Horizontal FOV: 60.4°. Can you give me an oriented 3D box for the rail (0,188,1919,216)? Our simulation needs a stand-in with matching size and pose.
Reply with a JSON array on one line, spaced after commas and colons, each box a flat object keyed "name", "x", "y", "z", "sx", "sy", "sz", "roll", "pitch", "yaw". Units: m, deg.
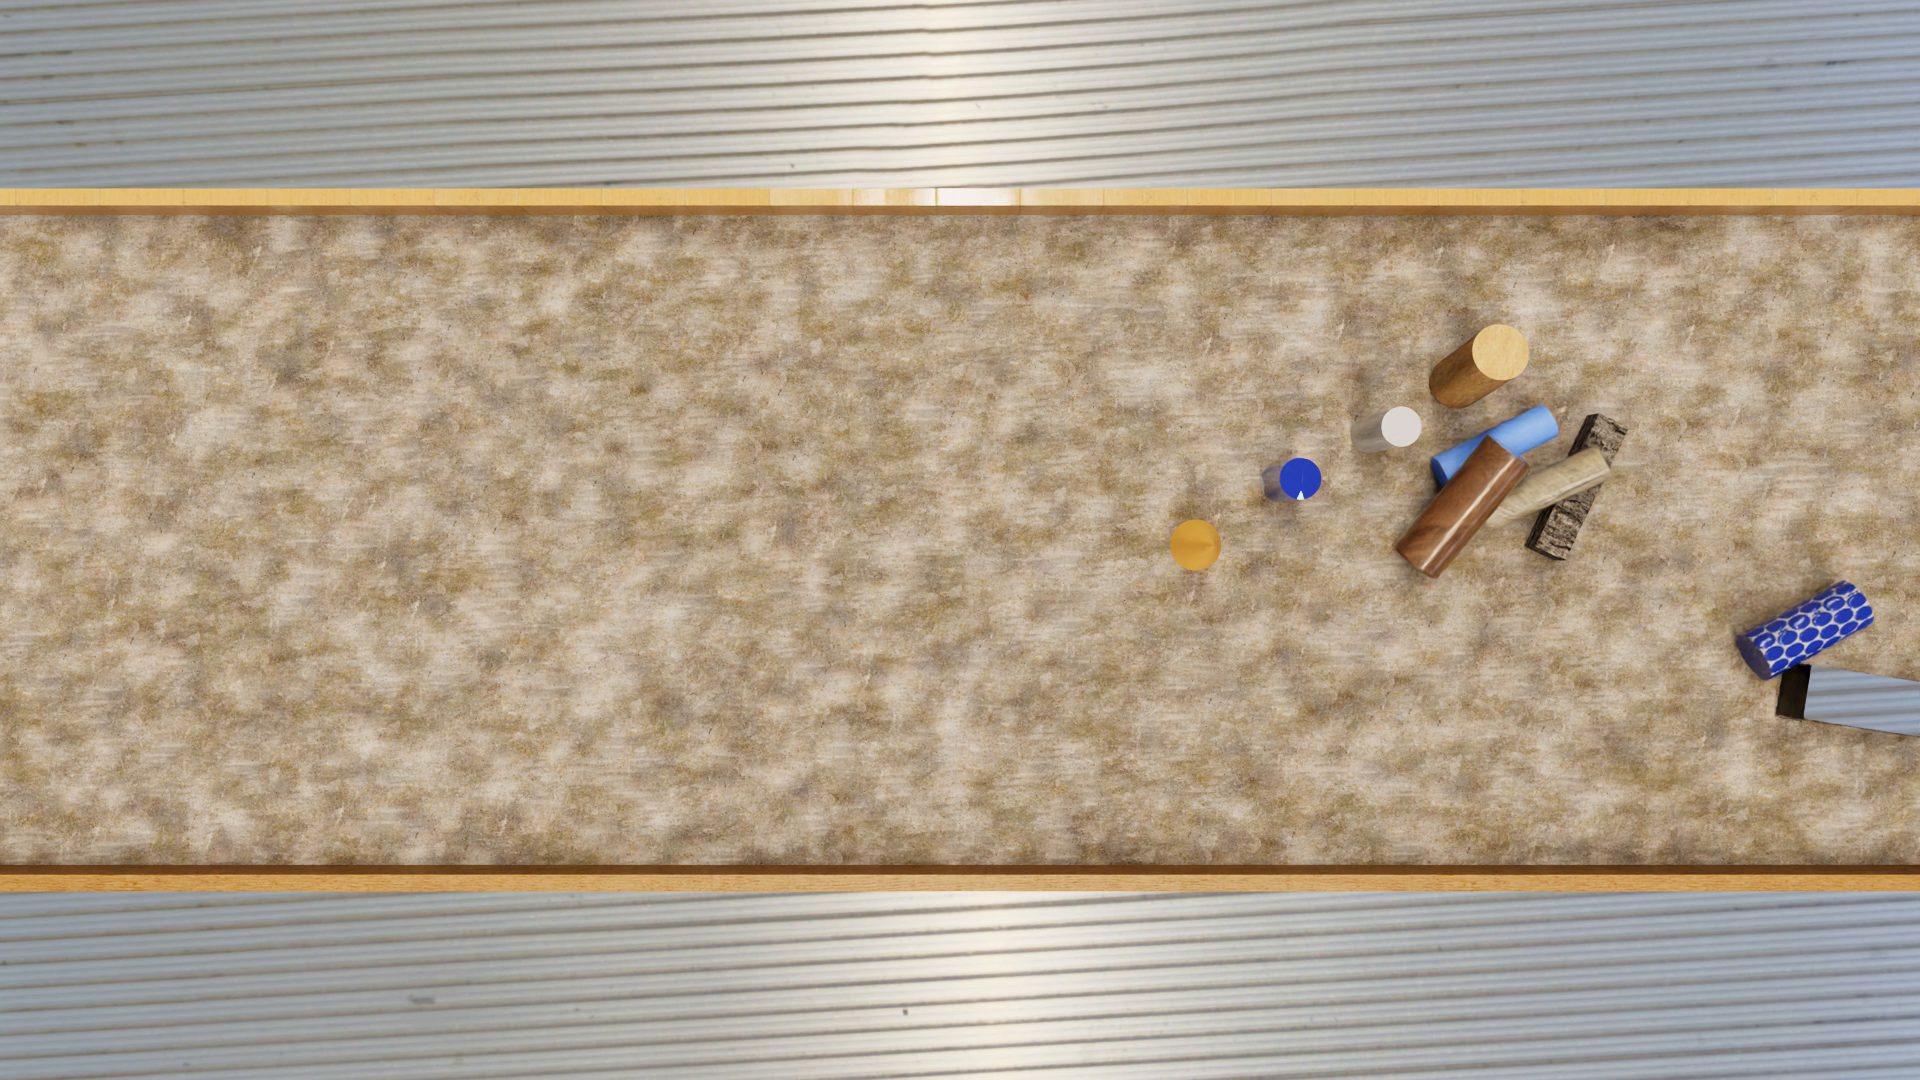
[{"name": "rail", "x": -2.247, "y": -1.025, "z": 5.002, "sx": 12.000, "sy": 0.150, "sz": 0.050, "roll": 0, "pitch": 90, "yaw": 0}]

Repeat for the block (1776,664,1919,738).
[{"name": "block", "x": 2.747, "y": 0.489, "z": 4.995, "sx": 0.451, "sy": 0.164, "sz": 0.164, "roll": 9, "pitch": 90, "yaw": 0}]

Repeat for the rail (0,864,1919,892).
[{"name": "rail", "x": -2.247, "y": 1.025, "z": 5.001, "sx": 12.000, "sy": 0.150, "sz": 0.050, "roll": 0, "pitch": 90, "yaw": 0}]

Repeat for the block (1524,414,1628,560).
[{"name": "block", "x": 1.878, "y": -0.160, "z": 5.026, "sx": 0.100, "sy": 0.100, "sz": 0.446, "roll": 26, "pitch": 90, "yaw": 0}]

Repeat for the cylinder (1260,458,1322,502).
[{"name": "cylinder", "x": 0.984, "y": -0.177, "z": 4.921, "sx": 0.121, "sy": 0.312, "sz": 0.121, "roll": 0, "pitch": 90, "yaw": 0}]

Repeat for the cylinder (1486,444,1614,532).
[{"name": "cylinder", "x": 1.753, "y": -0.155, "z": 4.952, "sx": 0.379, "sy": 0.109, "sz": 0.109, "roll": -28, "pitch": 90, "yaw": 23}]

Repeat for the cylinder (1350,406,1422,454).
[{"name": "cylinder", "x": 1.259, "y": -0.324, "z": 4.890, "sx": 0.114, "sy": 0.374, "sz": 0.114, "roll": 0, "pitch": 90, "yaw": 0}]

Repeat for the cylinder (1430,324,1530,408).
[{"name": "cylinder", "x": 1.530, "y": -0.508, "z": 4.875, "sx": 0.163, "sy": 0.385, "sz": 0.163, "roll": 0, "pitch": 82, "yaw": -2}]

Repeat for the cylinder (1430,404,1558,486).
[{"name": "cylinder", "x": 1.626, "y": -0.284, "z": 5.022, "sx": 0.367, "sy": 0.109, "sz": 0.109, "roll": -26, "pitch": 90, "yaw": 0}]

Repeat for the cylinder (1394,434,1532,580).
[{"name": "cylinder", "x": 1.503, "y": -0.098, "z": 4.936, "sx": 0.160, "sy": 0.160, "sz": 0.432, "roll": 36, "pitch": 107, "yaw": 0}]

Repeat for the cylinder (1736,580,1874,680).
[{"name": "cylinder", "x": 2.559, "y": 0.273, "z": 4.999, "sx": 0.349, "sy": 0.156, "sz": 0.156, "roll": -28, "pitch": 90, "yaw": 0}]

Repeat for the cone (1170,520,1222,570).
[{"name": "cone", "x": 0.726, "y": 0.016, "z": 4.887, "sx": 0.158, "sy": 0.379, "sz": 0.158, "roll": 0, "pitch": 90, "yaw": 0}]
